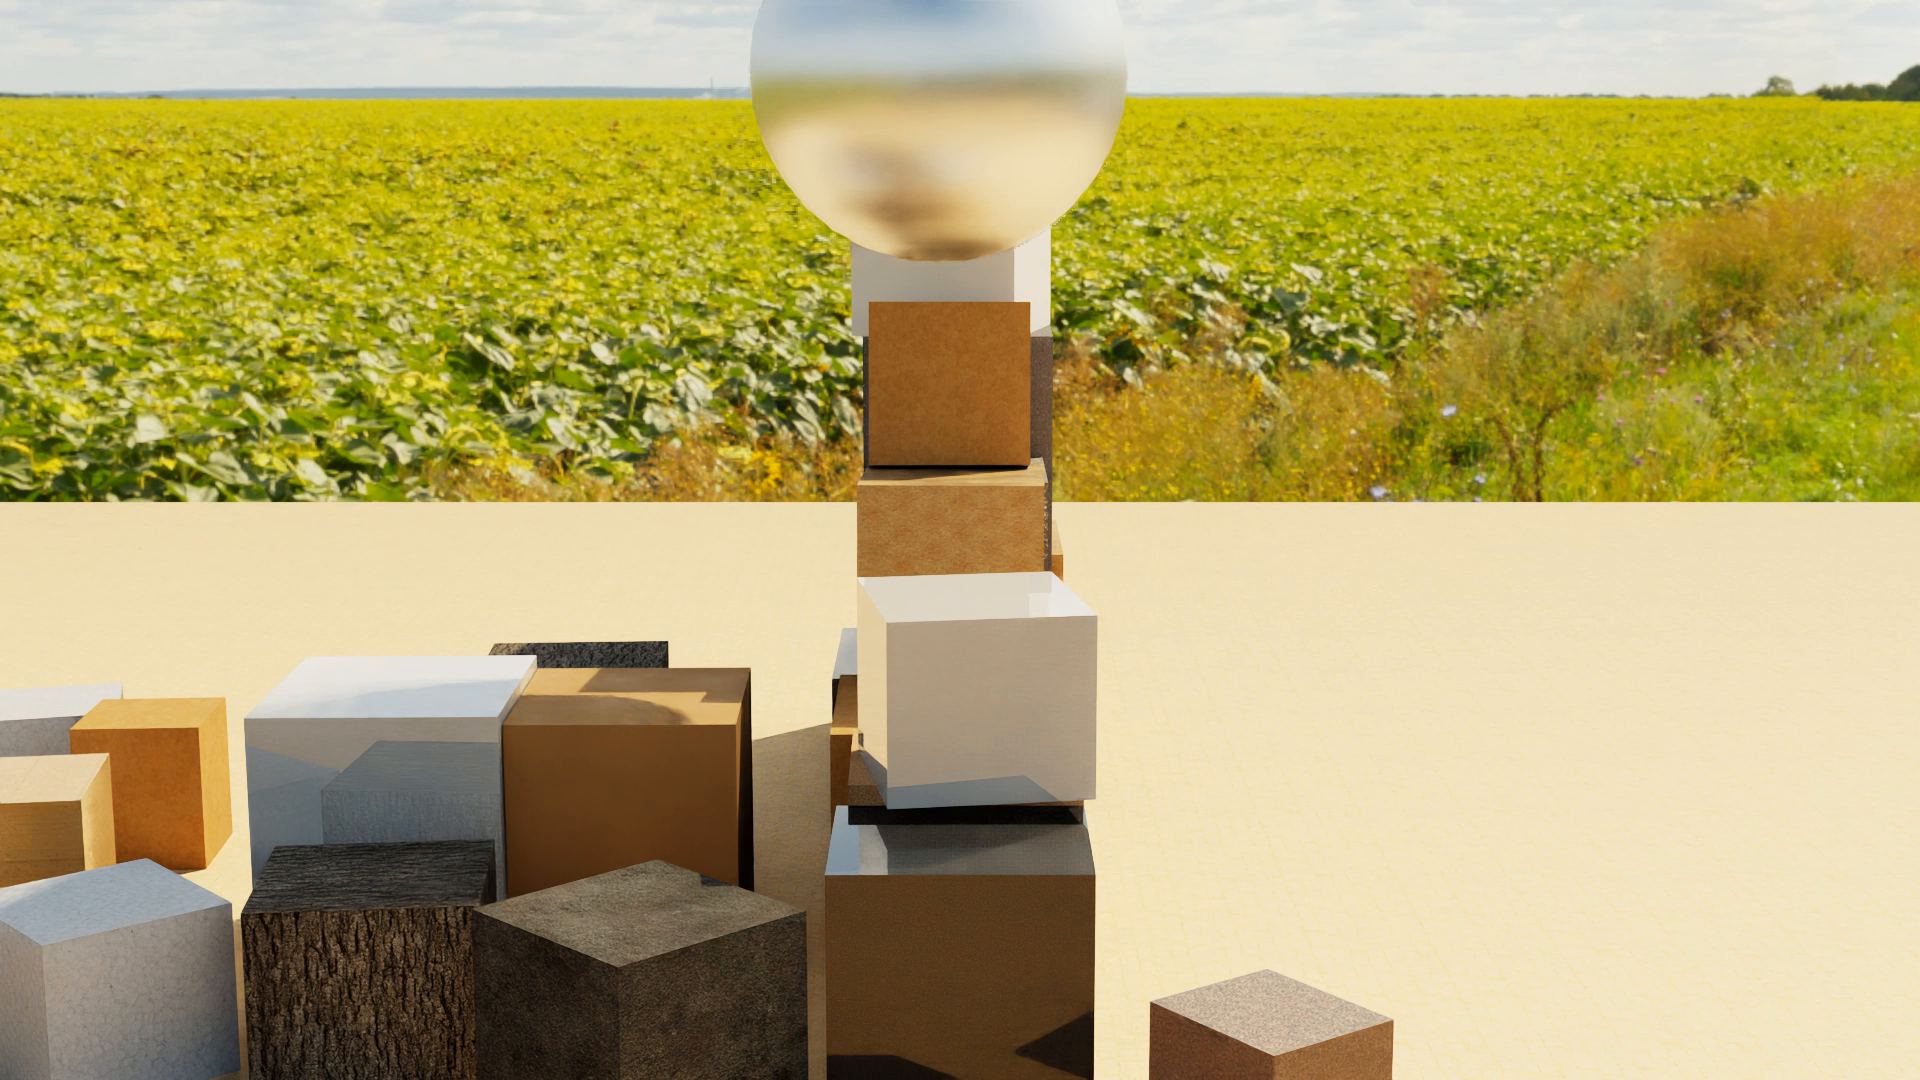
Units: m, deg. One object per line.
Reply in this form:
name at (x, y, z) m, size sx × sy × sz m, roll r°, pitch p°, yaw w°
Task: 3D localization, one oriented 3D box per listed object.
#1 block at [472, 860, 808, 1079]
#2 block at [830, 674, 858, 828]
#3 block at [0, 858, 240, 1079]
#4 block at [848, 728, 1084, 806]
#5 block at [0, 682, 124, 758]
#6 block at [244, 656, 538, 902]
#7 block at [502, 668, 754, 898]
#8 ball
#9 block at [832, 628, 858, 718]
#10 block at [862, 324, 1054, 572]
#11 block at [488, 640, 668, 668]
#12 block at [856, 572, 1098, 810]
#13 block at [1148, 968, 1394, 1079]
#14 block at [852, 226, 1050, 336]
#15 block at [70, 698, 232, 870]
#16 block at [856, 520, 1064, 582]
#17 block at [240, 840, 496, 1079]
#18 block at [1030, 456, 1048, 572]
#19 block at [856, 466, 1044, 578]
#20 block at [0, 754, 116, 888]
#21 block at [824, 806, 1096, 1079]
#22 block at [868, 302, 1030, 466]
block at (-1.030, 1.609, 8.300) m, size 0.753 × 0.864 × 0.770 m, roll -10°, pitch 14°, yaw -44°
block at (-0.017, 1.134, 10.717) m, size 0.998 × 0.934 × 1.028 m, roll 0°, pitch 10°, yaw 0°
block at (-3.054, 1.579, 9.135) m, size 0.683 × 0.625 × 0.699 m, roll -9°, pitch 14°, yaw -41°
block at (0.015, 1.288, 9.792) m, size 0.855 × 0.963 × 0.821 m, roll 0°, pitch 10°, yaw -1°
block at (-4.321, 1.050, 12.172) m, size 0.680 × 0.578 × 0.633 m, roll -3°, pitch 11°, yaw -16°
block at (-2.269, 1.113, 10.445) m, size 0.969 × 1.072 × 1.058 m, roll 0°, pitch 10°, yaw -1°
block at (-1.330, 1.130, 10.510) m, size 0.901 × 1.016 × 0.969 m, roll 0°, pitch 10°, yaw -1°
ball at (-0.091, -1.974, 10.821) m, size 1.600 × 1.600 × 1.600 m, roll 0°, pitch 10°, yaw 0°
block at (-0.006, 0.958, 11.742) m, size 1.101 × 0.914 × 1.040 m, roll 0°, pitch 10°, yaw 0°
block at (-0.009, -0.495, 12.898) m, size 0.914 × 1.165 × 0.984 m, roll 0°, pitch 11°, yaw 0°
block at (-1.705, 1.003, 11.414) m, size 0.790 × 0.942 × 0.826 m, roll -1°, pitch 10°, yaw -3°
block at (0.047, 0.532, 9.388) m, size 0.748 × 0.669 × 0.816 m, roll -2°, pitch 10°, yaw -9°
block at (0.995, 1.776, 8.260) m, size 0.517 × 0.550 × 0.584 m, roll -7°, pitch 13°, yaw -36°
block at (-0.035, -1.407, 12.532) m, size 0.804 × 0.762 × 0.761 m, roll 3°, pitch 11°, yaw 15°
block at (-3.668, 1.104, 11.668) m, size 0.560 × 0.653 × 0.560 m, roll -1°, pitch 10°, yaw -4°
block at (0.001, 0.521, 13.634) m, size 1.049 × 1.097 × 1.035 m, roll 0°, pitch 10°, yaw 0°
block at (-2.100, 1.532, 9.244) m, size 0.804 × 0.679 × 0.784 m, roll -1°, pitch 10°, yaw -6°
block at (0.007, 0.049, 12.019) m, size 0.779 × 0.773 × 0.927 m, roll 0°, pitch 9°, yaw 0°
block at (-0.029, 0.145, 11.164) m, size 0.783 × 0.861 × 0.792 m, roll 0°, pitch 8°, yaw 2°
block at (-3.756, 1.324, 10.080) m, size 0.738 × 0.788 × 0.694 m, roll -2°, pitch 10°, yaw -9°
block at (0.001, 1.473, 8.981) m, size 0.899 × 0.888 × 0.820 m, roll 0°, pitch 10°, yaw 0°
block at (-0.050, -0.704, 11.705) m, size 0.711 × 0.719 × 0.816 m, roll 0°, pitch 2°, yaw -1°
